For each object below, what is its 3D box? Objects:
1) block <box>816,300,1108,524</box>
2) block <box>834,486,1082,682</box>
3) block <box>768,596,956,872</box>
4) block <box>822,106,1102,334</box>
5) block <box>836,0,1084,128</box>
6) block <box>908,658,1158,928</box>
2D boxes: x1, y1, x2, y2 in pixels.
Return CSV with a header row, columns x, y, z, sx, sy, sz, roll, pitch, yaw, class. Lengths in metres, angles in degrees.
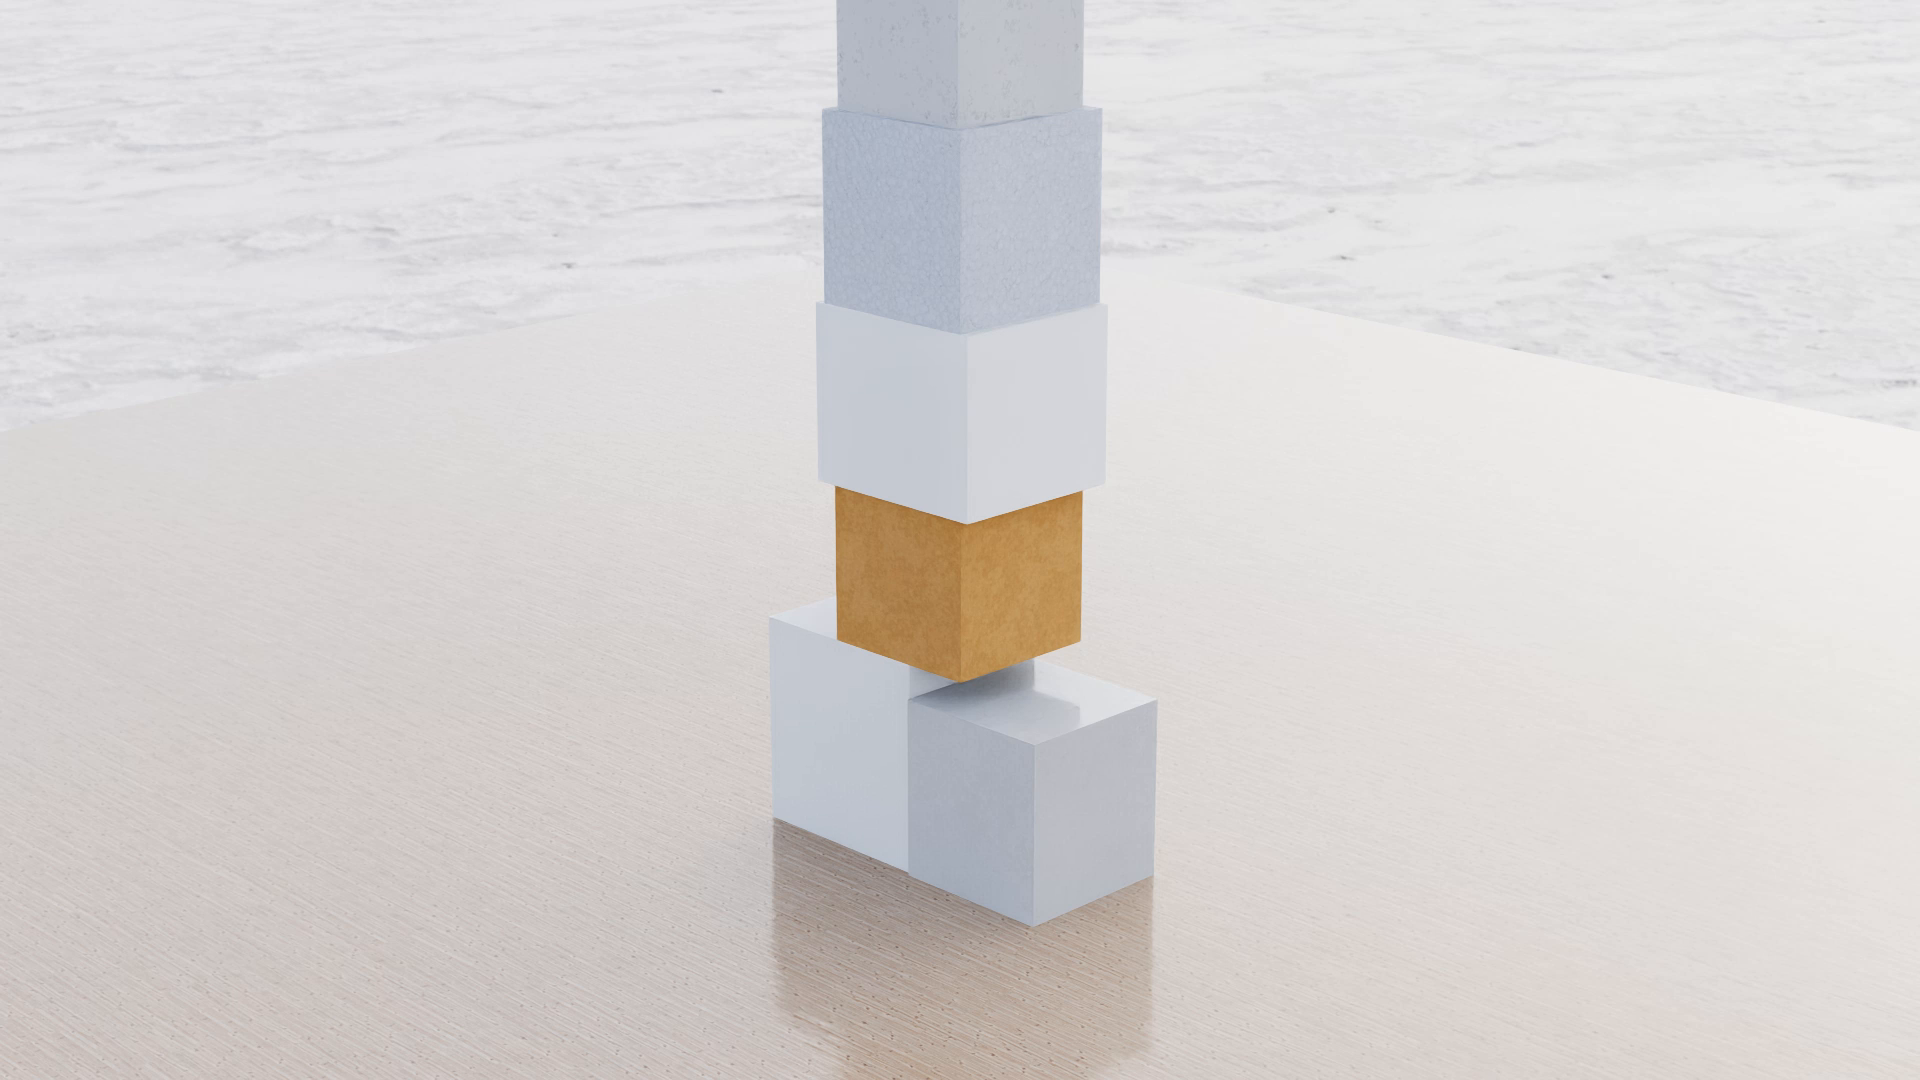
x,y,z,sx,sy,sz,roll,pitch,yaw,class
0.007,-0.657,13.142,0.884,0.830,0.953,-17,24,-42,block
-0.005,0.103,13.368,0.780,0.756,0.807,-17,24,-42,block
-0.275,0.859,13.917,0.820,1.016,0.951,-17,24,-42,block
0.010,-1.466,12.891,0.877,0.865,0.853,-17,24,-42,block
0.002,-2.265,12.632,0.770,0.814,0.739,-17,24,-42,block
0.327,1.127,13.326,0.803,0.860,0.791,-17,24,-42,block
